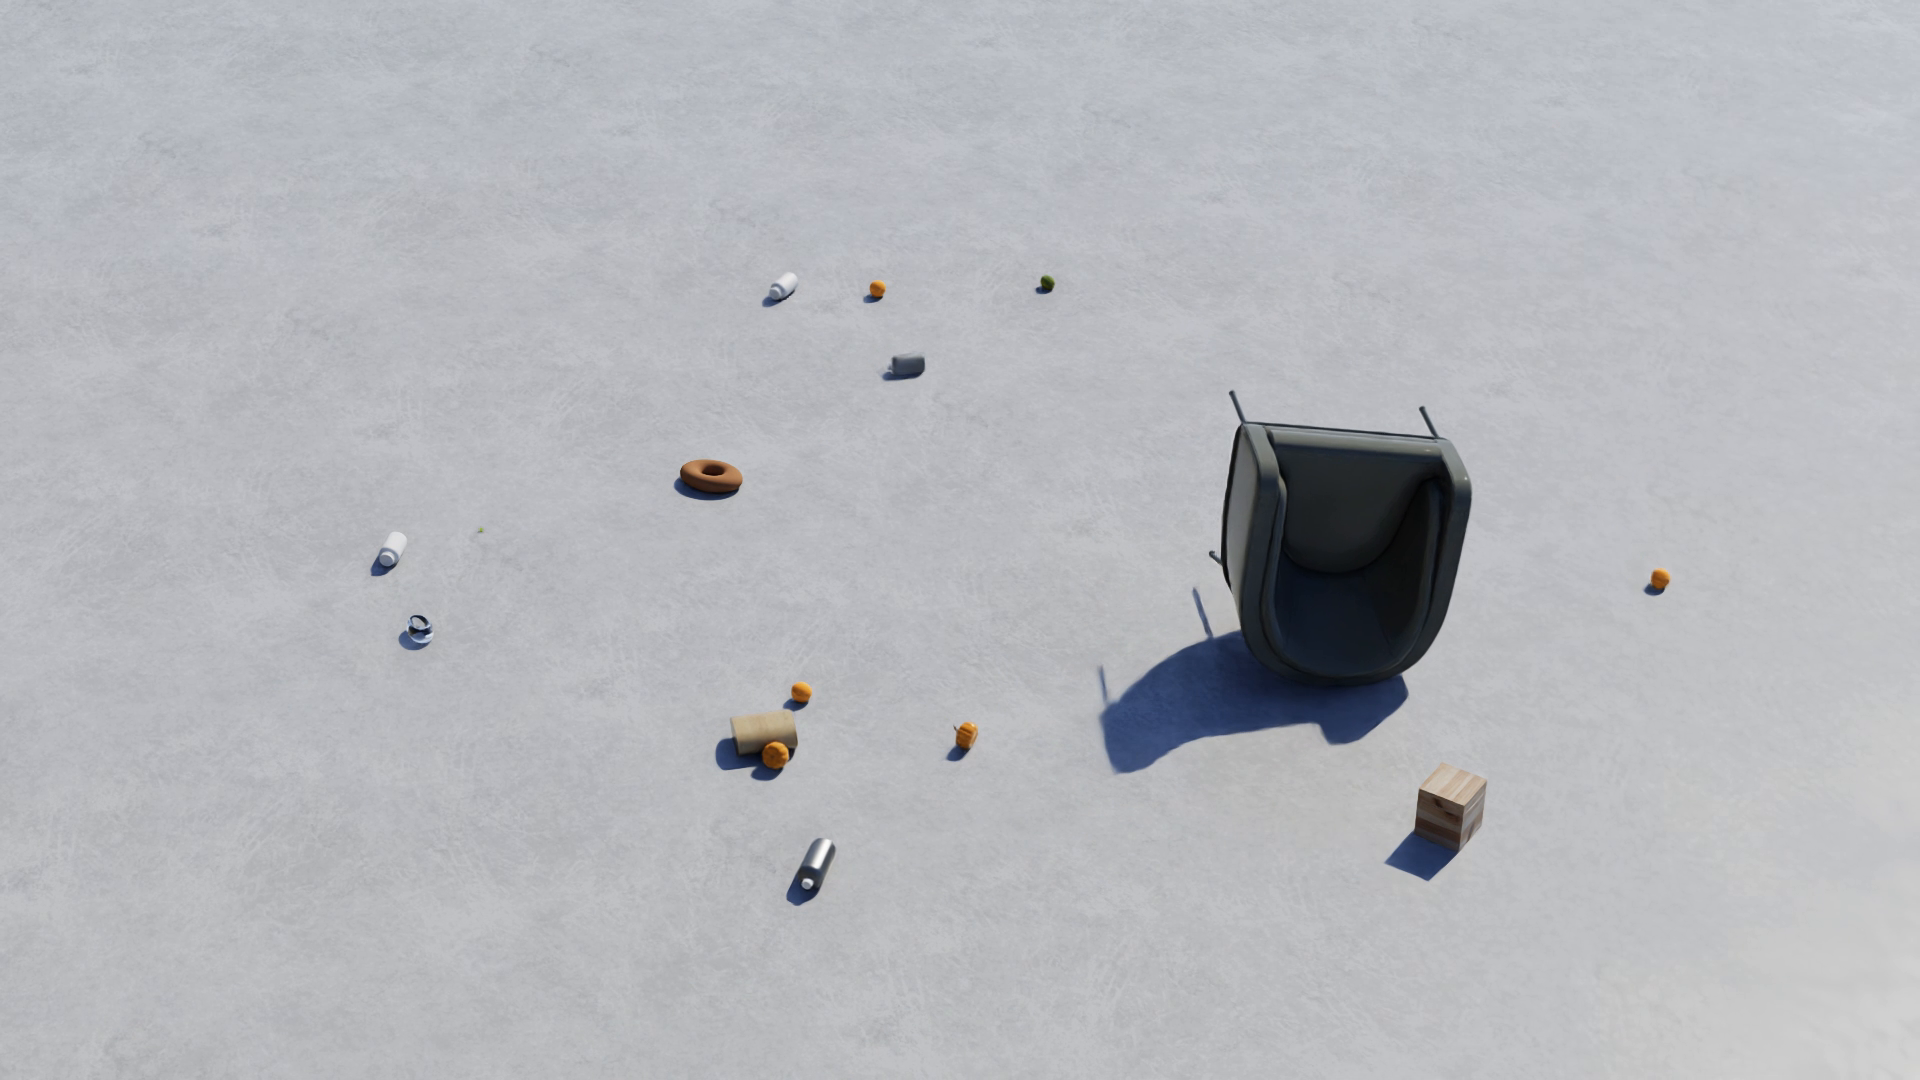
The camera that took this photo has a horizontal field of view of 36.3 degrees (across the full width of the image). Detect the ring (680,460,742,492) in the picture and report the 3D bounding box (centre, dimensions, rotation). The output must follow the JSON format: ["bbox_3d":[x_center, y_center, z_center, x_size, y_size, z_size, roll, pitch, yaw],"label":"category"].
[{"bbox_3d":[-0.955,-0.246,11.260,0.259,0.065,0.172,13,34,20],"label":"ring"}]

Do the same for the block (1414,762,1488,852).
[{"bbox_3d":[1.583,0.862,9.464,0.161,0.190,0.165,21,39,28],"label":"block"}]

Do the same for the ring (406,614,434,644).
[{"bbox_3d":[-1.918,0.316,10.414,0.090,0.057,0.138,-18,39,-23],"label":"ring"}]

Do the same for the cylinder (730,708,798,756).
[{"bbox_3d":[-0.660,0.647,9.874,0.201,0.098,0.170,-8,36,-11],"label":"cylinder"}]
